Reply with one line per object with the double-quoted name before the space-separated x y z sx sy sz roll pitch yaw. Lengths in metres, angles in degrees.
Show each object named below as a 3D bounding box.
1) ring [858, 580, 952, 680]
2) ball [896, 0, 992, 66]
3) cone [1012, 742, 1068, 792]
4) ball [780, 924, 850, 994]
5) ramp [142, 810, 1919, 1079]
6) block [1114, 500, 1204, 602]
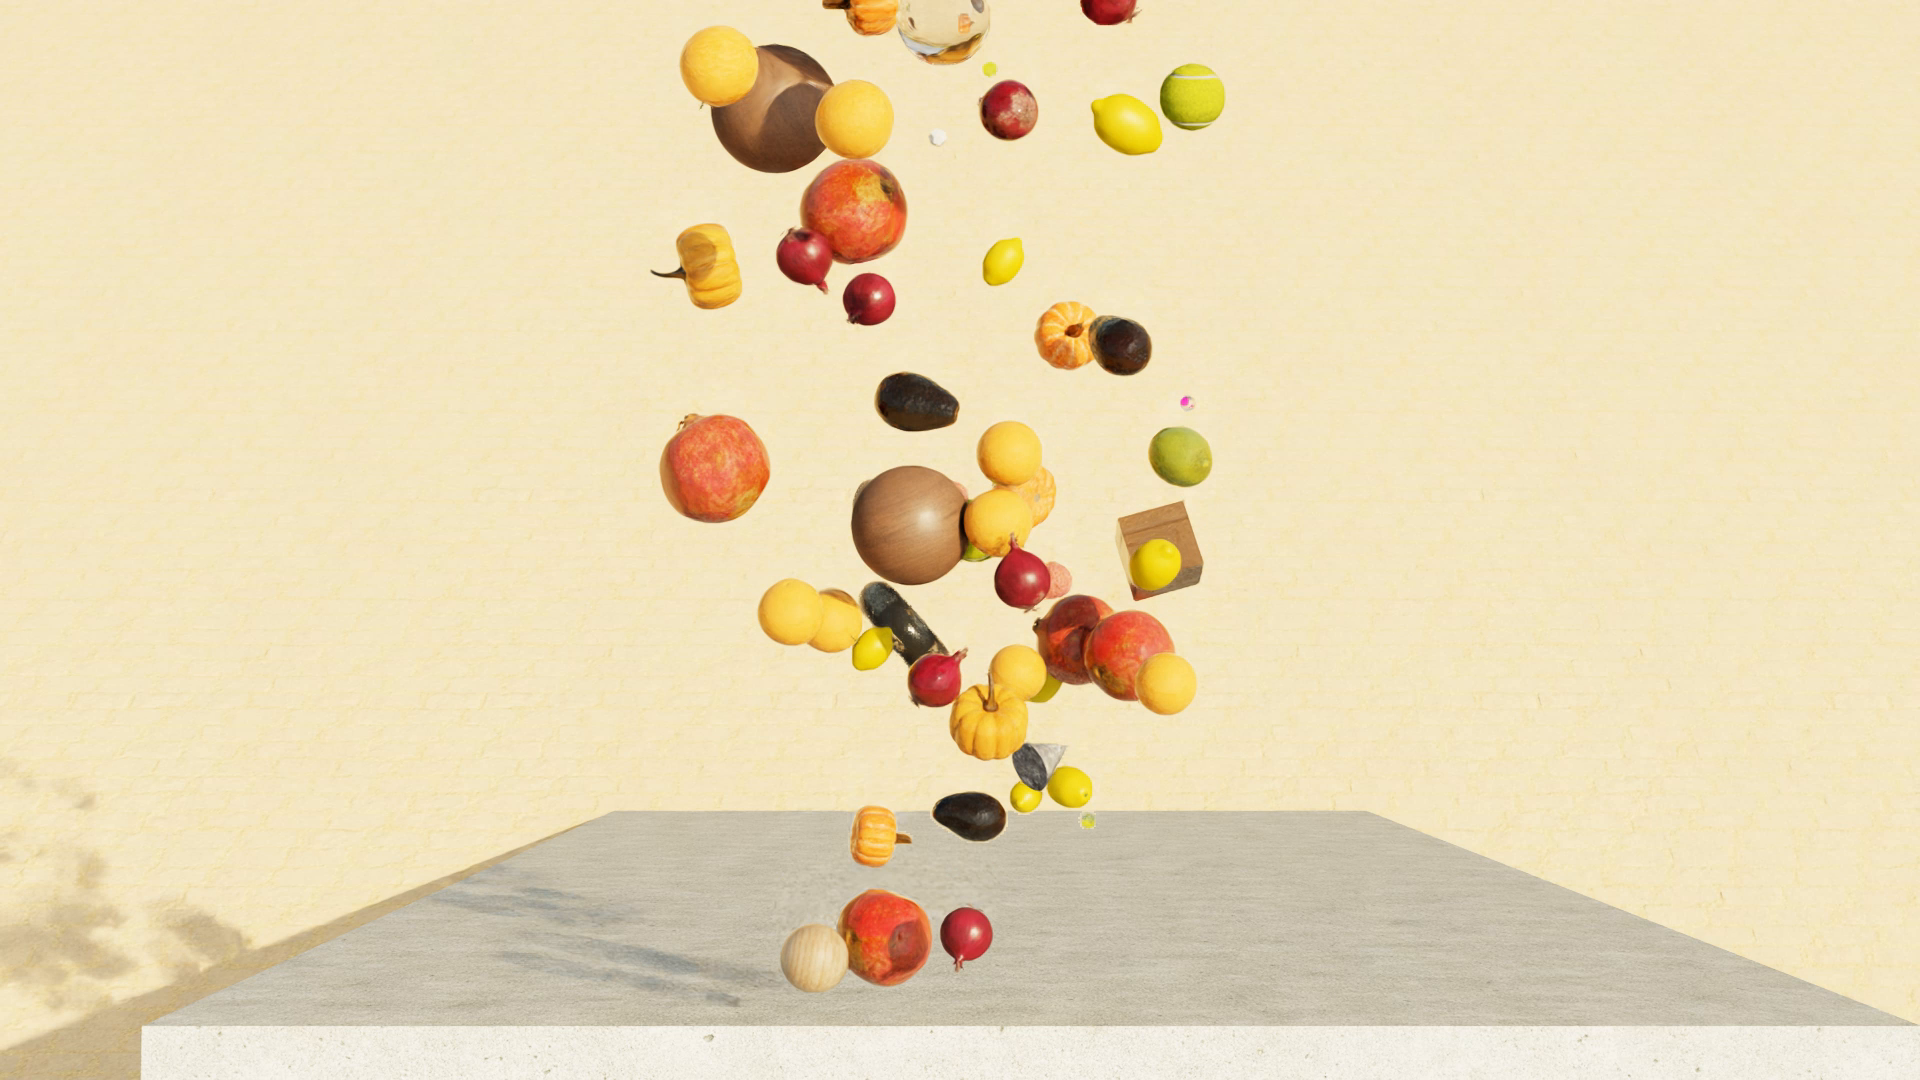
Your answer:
"ring" -0.066 0.108 3.082 0.048 0.143 0.143 -41 46 -3
"ball" -0.015 -0.471 2.352 0.086 0.086 0.086 0 37 0
"cone" 0.103 0.248 2.992 0.061 0.061 0.061 -26 44 -33
"ball" -0.164 0.471 2.930 0.078 0.078 0.078 0 37 0
"ramp" 0.081 0.683 4.918 2.000 0.100 4.000 0 -2 0
"block" 0.233 0.013 3.057 0.080 0.080 0.080 -15 72 -4
